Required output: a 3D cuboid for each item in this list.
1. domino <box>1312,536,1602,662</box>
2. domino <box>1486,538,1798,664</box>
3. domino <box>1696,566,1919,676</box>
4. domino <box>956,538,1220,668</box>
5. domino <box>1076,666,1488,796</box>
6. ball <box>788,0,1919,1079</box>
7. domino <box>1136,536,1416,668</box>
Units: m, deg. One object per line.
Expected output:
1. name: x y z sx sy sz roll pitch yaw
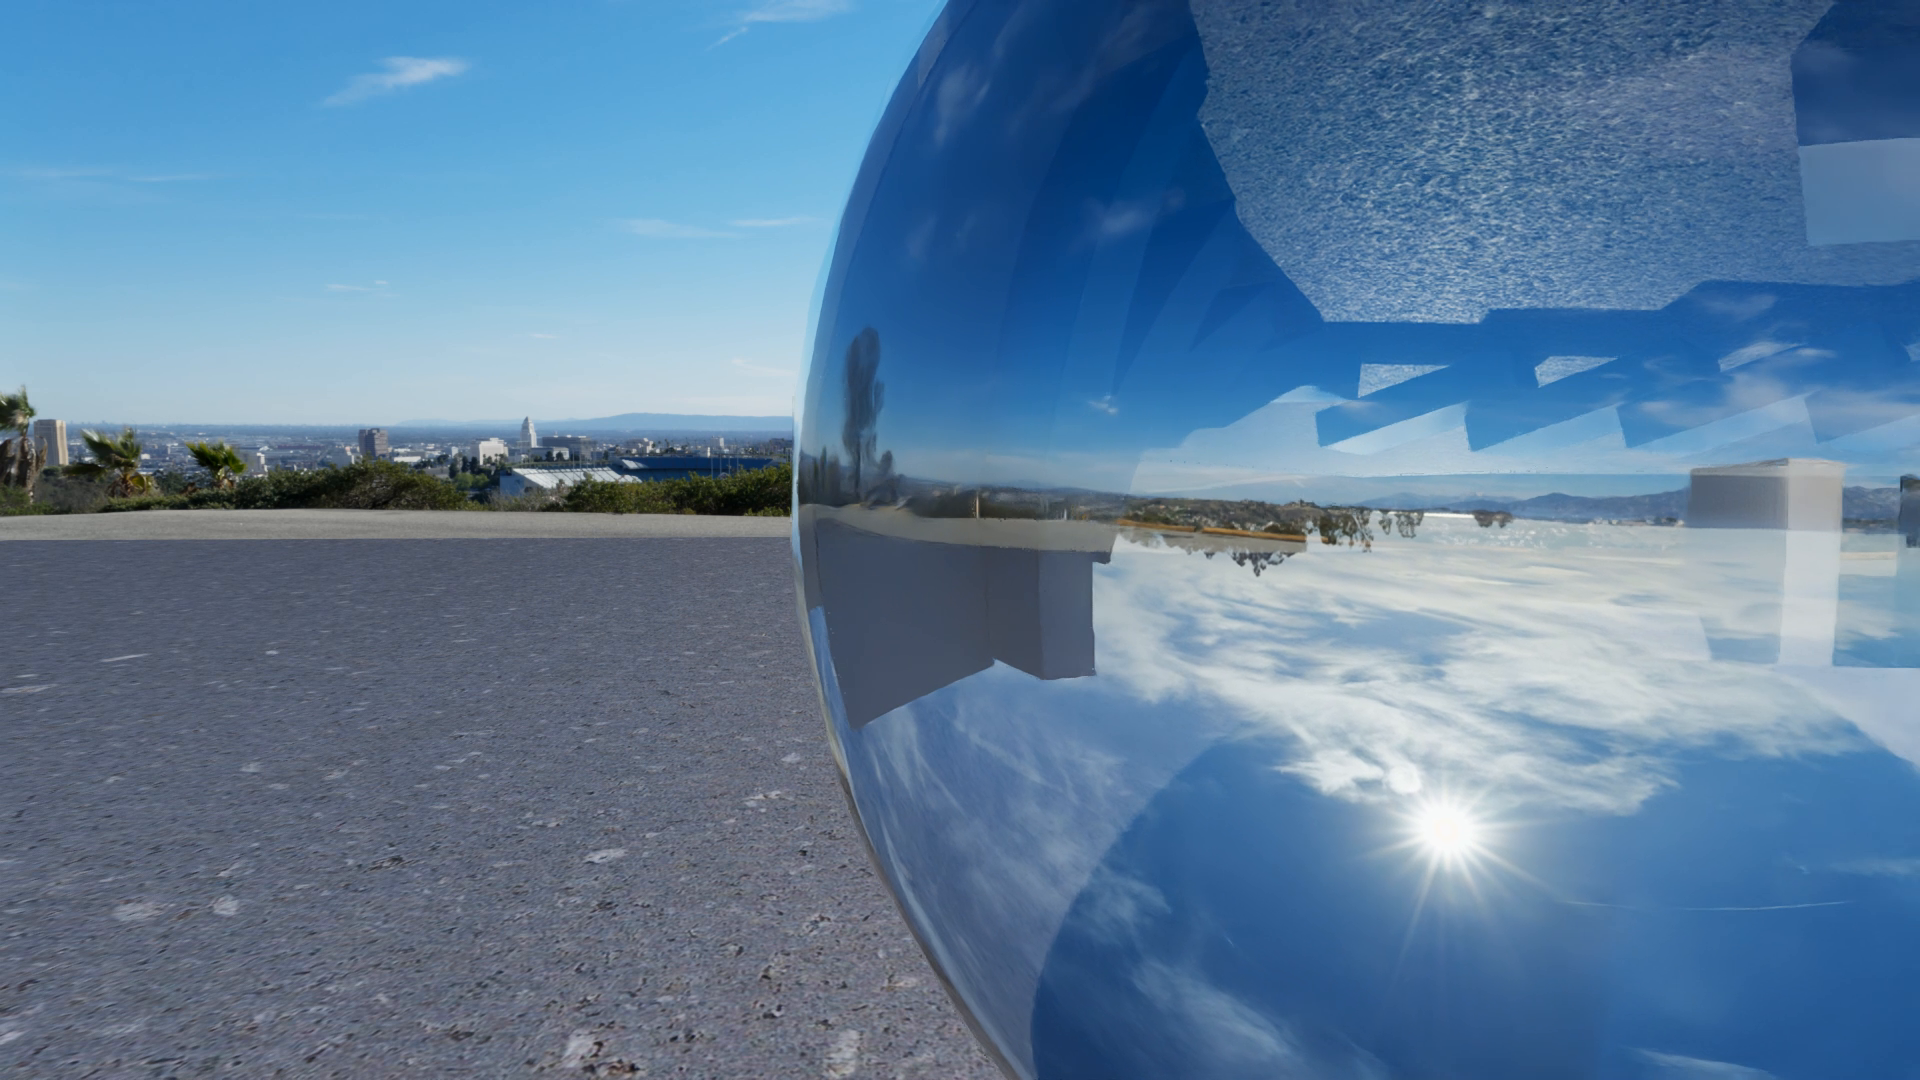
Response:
1. domino: 0.099 0.012 0.261 0.050 0.009 0.025 -16 4 1
2. domino: 0.134 0.012 0.257 0.050 0.009 0.025 -16 3 5
3. domino: 0.168 0.014 0.239 0.050 0.010 0.025 -14 -1 19
4. domino: 0.026 0.012 0.256 0.050 0.009 0.025 -22 12 -39
5. domino: 0.042 0.025 0.173 0.050 0.009 0.025 1 4 14
6. ball: 0.032 -0.002 0.063 0.080 0.080 0.080 0 4 0
7. domino: 0.063 0.012 0.260 0.050 0.009 0.025 -17 7 -10
